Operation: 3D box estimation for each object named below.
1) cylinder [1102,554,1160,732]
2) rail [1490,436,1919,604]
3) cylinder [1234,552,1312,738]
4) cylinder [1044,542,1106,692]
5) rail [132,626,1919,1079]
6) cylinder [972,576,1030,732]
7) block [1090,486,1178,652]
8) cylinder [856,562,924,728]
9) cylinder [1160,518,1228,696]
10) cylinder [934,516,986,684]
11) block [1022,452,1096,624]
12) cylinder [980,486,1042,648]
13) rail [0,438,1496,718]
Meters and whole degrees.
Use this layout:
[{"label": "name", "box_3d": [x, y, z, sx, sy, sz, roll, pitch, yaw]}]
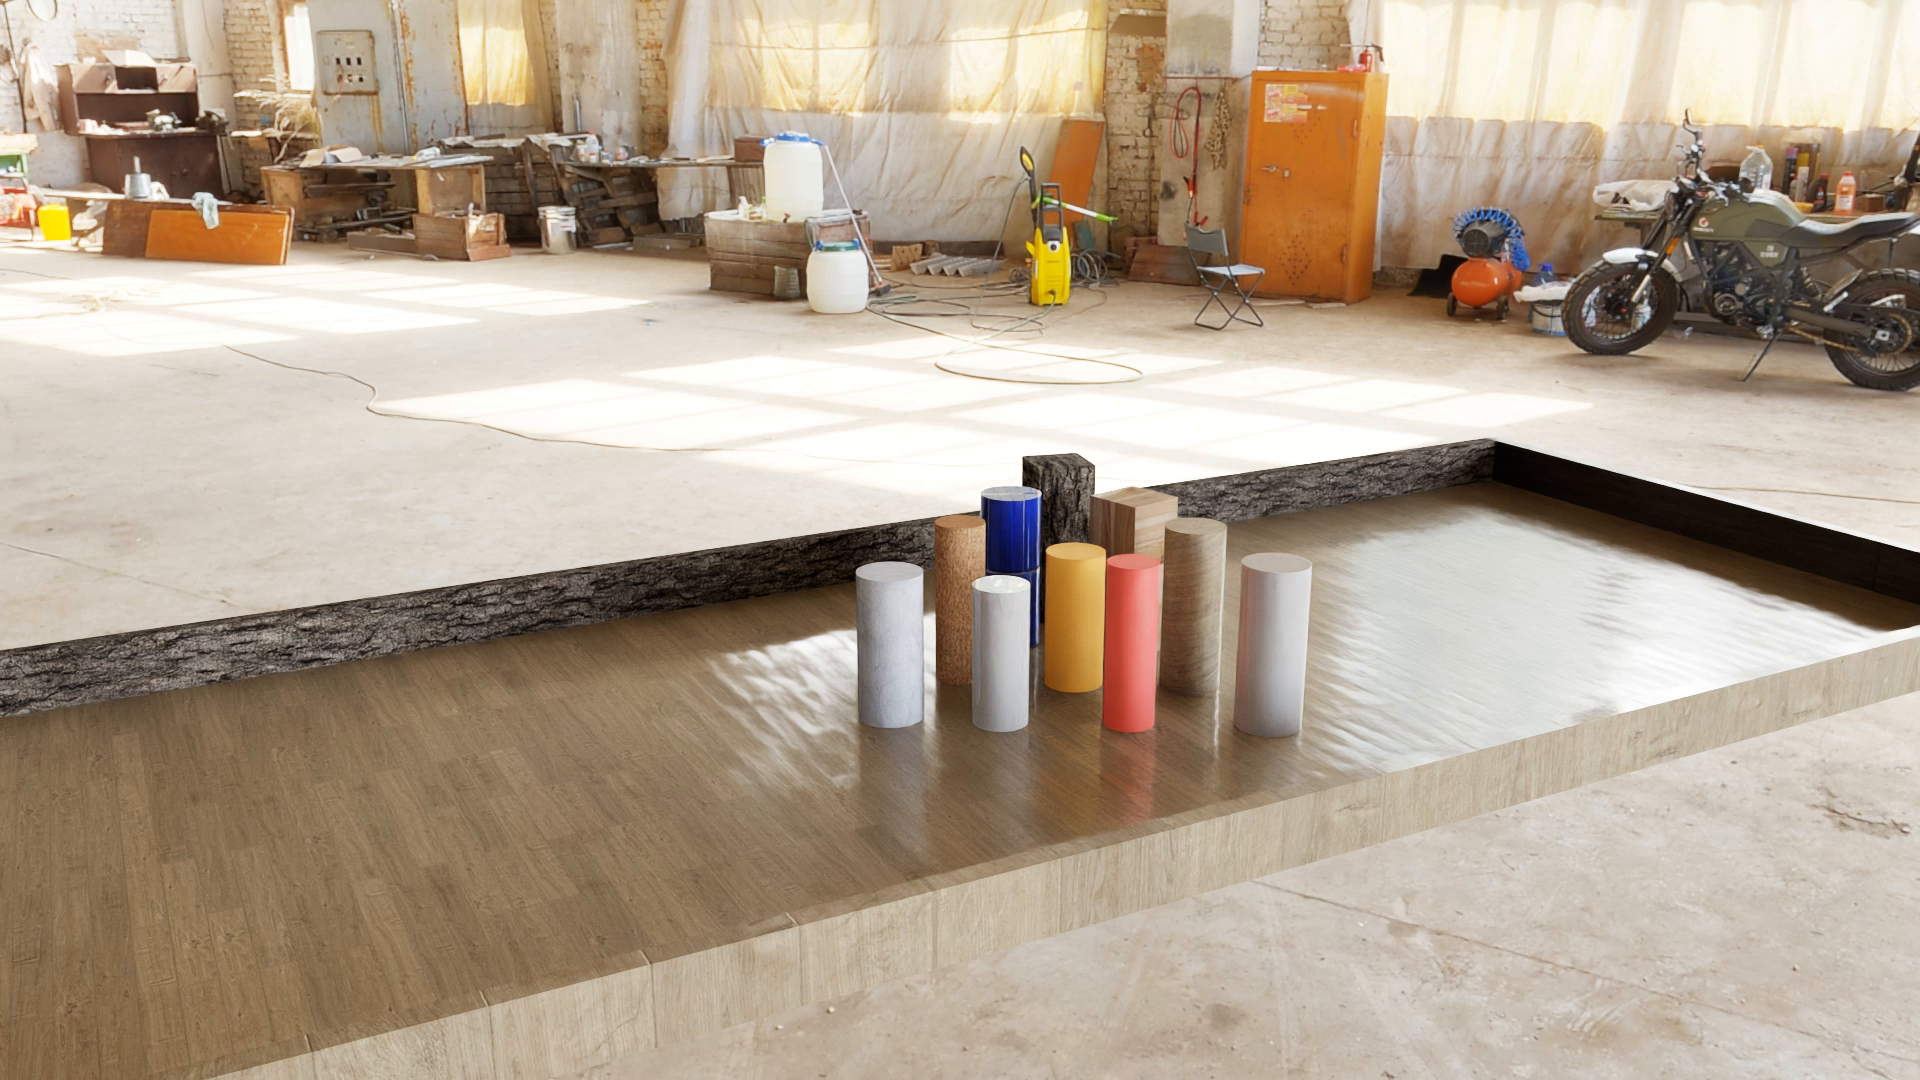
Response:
[{"label": "cylinder", "box_3d": [0.397, 0.240, 3.836, 0.122, 0.397, 0.122, 0, 16, 0]}, {"label": "rail", "box_3d": [2.466, -0.048, 5.253, 0.050, 0.150, 2.100, -9, 18, -27]}, {"label": "cylinder", "box_3d": [0.724, 0.242, 3.827, 0.159, 0.397, 0.159, 0, 16, 0]}, {"label": "cylinder", "box_3d": [0.284, 0.192, 4.095, 0.148, 0.343, 0.148, 0, 16, 0]}, {"label": "rail", "box_3d": [-2.336, 1.006, 1.665, 12.000, 0.150, 0.050, -9, 18, -27]}, {"label": "cylinder", "box_3d": [0.095, 0.265, 3.853, 0.135, 0.339, 0.135, 0, 16, 0]}, {"label": "block", "box_3d": [0.452, 0.083, 4.342, 0.160, 0.411, 0.160, -14, 21, -39]}, {"label": "cylinder", "box_3d": [-0.164, 0.245, 3.882, 0.157, 0.359, 0.157, 0, 16, 0]}, {"label": "cylinder", "box_3d": [0.574, 0.163, 4.071, 0.151, 0.411, 0.151, 0, 16, 0]}, {"label": "cylinder", "box_3d": [0.000, 0.150, 4.125, 0.125, 0.406, 0.125, 0, 16, 0]}, {"label": "block", "box_3d": [0.271, -0.007, 4.600, 0.161, 0.440, 0.161, -4, 17, -14]}, {"label": "cylinder", "box_3d": [0.133, 0.075, 4.369, 0.160, 0.412, 0.160, 0, 16, 0]}, {"label": "rail", "box_3d": [-3.305, 0.497, 3.399, 12.000, 0.150, 0.050, -9, 18, -27]}]
